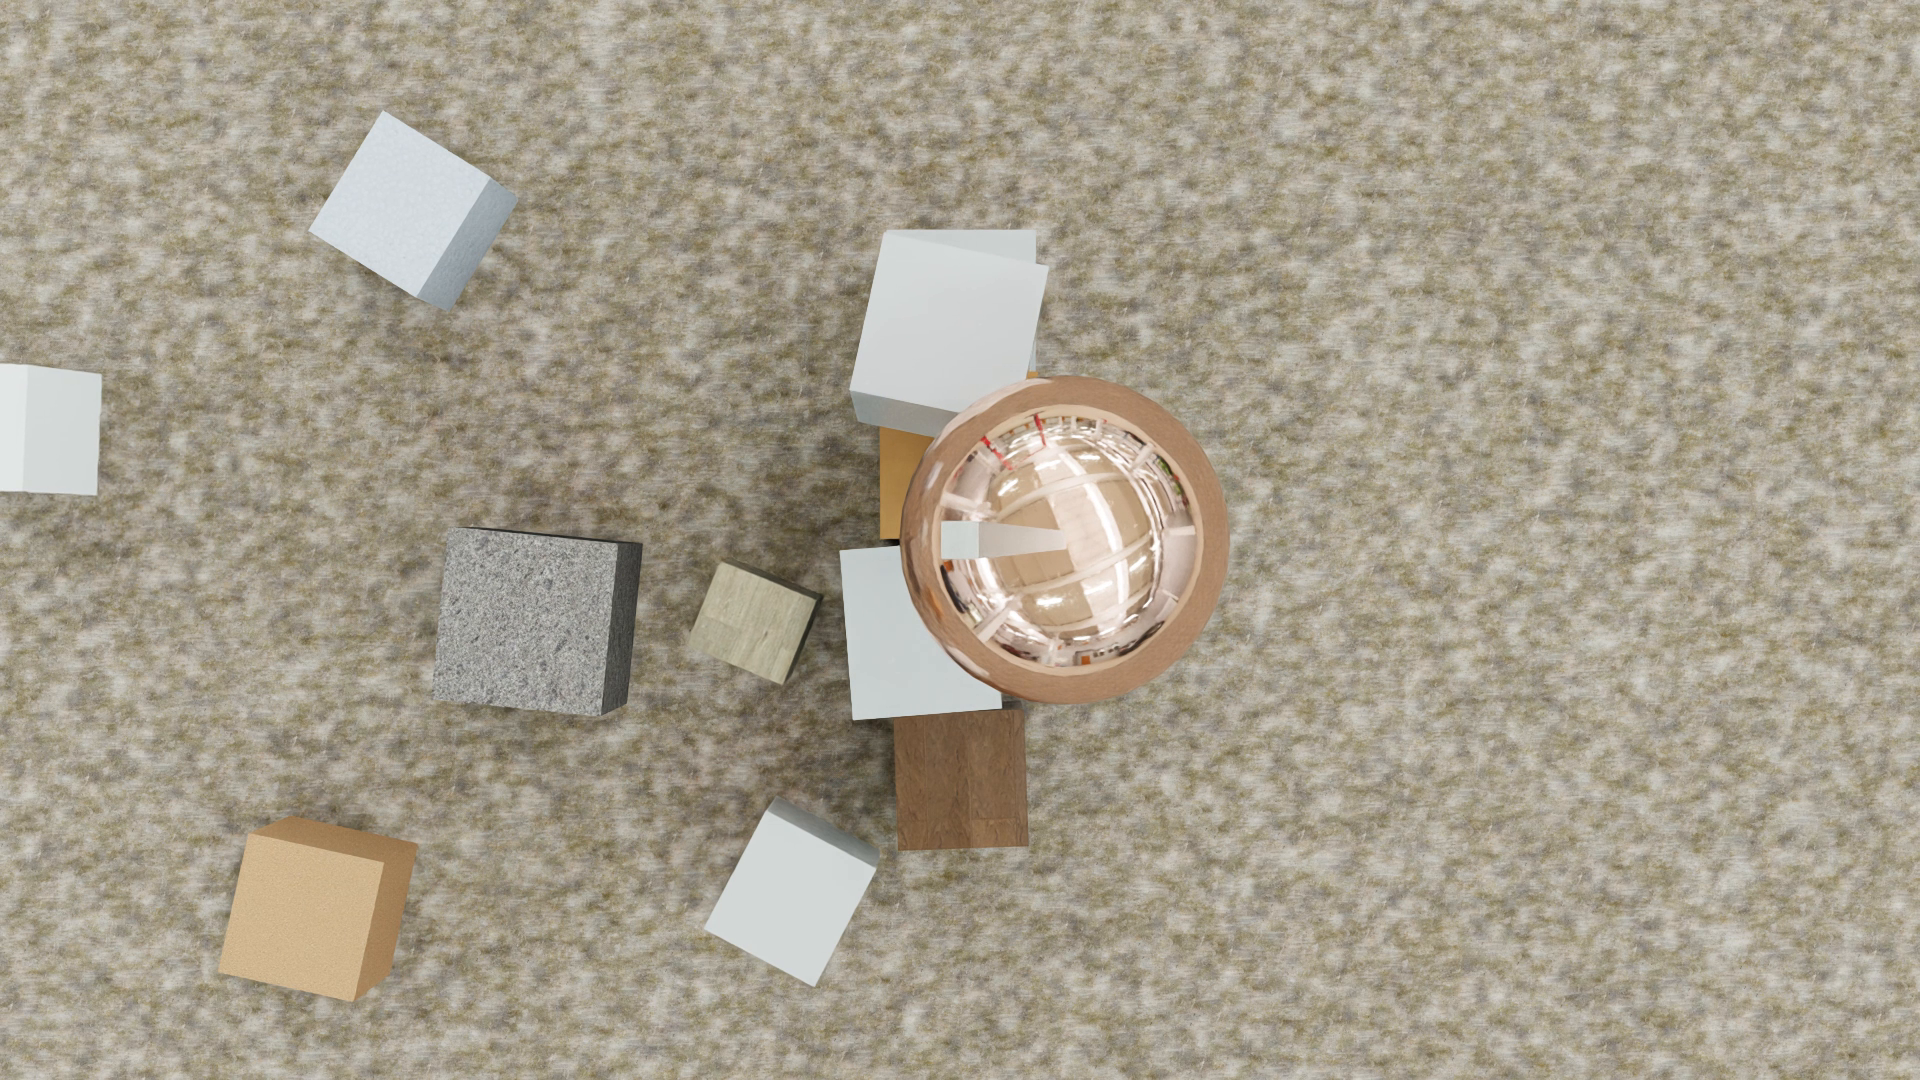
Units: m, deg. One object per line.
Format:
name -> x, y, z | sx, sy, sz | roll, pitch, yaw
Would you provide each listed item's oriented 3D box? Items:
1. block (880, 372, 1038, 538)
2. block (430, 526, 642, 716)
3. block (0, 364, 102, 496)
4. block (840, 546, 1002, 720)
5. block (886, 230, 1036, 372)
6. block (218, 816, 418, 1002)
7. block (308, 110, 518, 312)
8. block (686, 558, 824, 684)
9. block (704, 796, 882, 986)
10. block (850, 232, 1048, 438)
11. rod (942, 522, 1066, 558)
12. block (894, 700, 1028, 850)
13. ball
block -> -0.006, -0.467, 12.551 | 0.873, 0.897, 0.918 | 0, 90, 0
block -> -2.386, 0.446, 12.525 | 0.936, 0.950, 0.951 | 6, 90, 0
block -> -5.448, -0.632, 12.594 | 0.735, 0.633, 0.704 | 3, 90, 16
block -> -0.215, 0.491, 12.536 | 0.820, 0.928, 0.934 | -4, 90, 0
block -> 0.007, -1.323, 12.584 | 0.826, 0.831, 0.785 | 0, 90, 0
block -> -3.665, 2.099, 12.614 | 0.772, 0.773, 0.793 | 12, 90, 0
block -> -3.110, -1.865, 12.601 | 0.703, 0.799, 0.786 | 32, 90, 0
block -> -1.175, 0.462, 12.698 | 0.588, 0.594, 0.516 | 22, 91, 0
block -> -0.948, 2.003, 12.637 | 0.699, 0.726, 0.746 | 28, 90, 0
block -> -0.053, -1.024, 11.651 | 0.862, 0.921, 0.837 | 12, 83, 1
rod -> 0.218, 0.000, 7.246 | 0.080, 5.200, 0.080 | 0, 90, 5
block -> 0.006, 1.344, 12.652 | 0.733, 0.695, 0.766 | -2, 90, 0
ball -> 0.503, 0.000, 10.634 | 1.600, 1.600, 1.600 | 0, 90, 0
